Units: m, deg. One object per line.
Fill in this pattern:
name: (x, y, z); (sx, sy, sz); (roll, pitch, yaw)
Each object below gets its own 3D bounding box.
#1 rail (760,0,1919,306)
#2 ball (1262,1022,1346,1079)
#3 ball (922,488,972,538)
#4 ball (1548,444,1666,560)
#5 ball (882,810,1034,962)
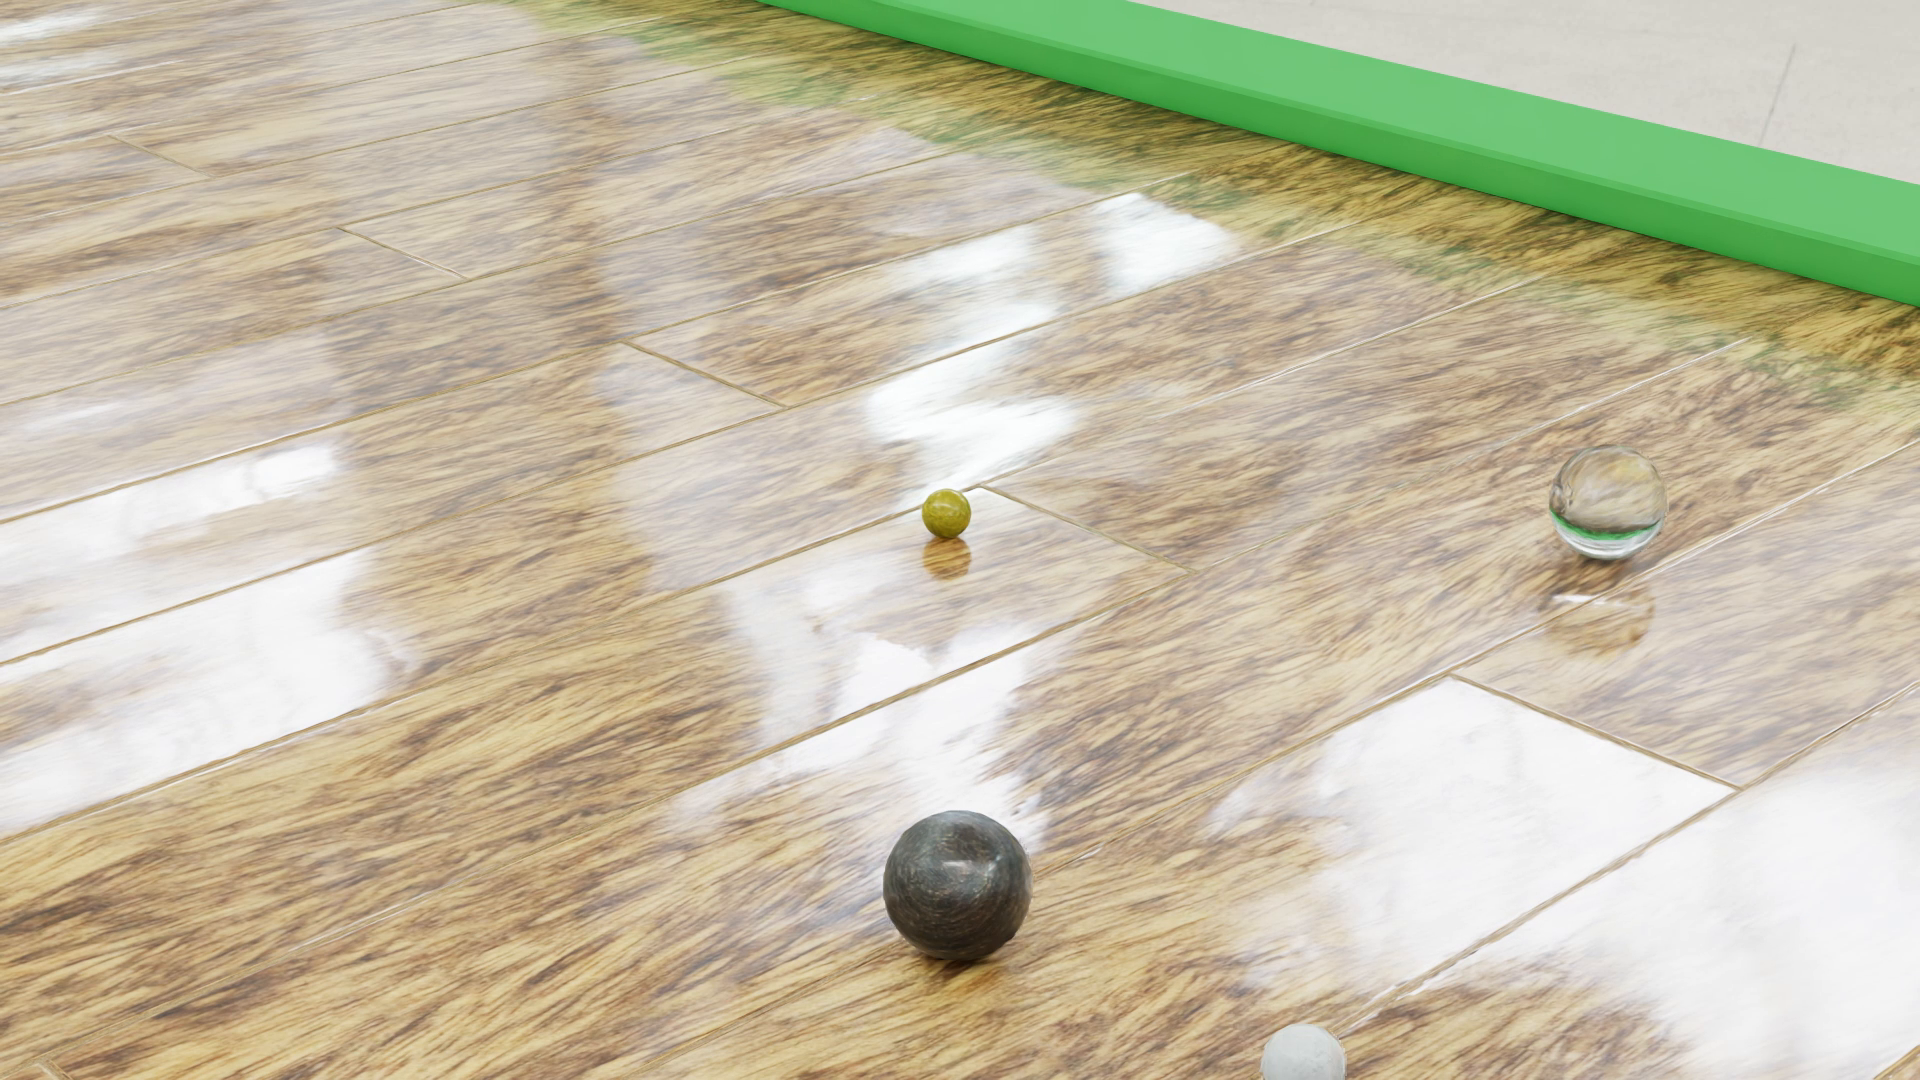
rail: (0.095, -0.639, 3.705); (0.045, 0.120, 4.173); (-21, 31, -39)
ball: (0.194, 0.297, 1.663); (0.047, 0.047, 0.047); (0, 24, 0)
ball: (-0.011, -0.022, 2.398); (0.041, 0.041, 0.041); (0, 24, 0)
ball: (0.518, -0.030, 2.353); (0.093, 0.093, 0.093); (0, 24, 0)
ball: (-0.001, 0.212, 1.802); (0.092, 0.092, 0.092); (0, 24, 0)
